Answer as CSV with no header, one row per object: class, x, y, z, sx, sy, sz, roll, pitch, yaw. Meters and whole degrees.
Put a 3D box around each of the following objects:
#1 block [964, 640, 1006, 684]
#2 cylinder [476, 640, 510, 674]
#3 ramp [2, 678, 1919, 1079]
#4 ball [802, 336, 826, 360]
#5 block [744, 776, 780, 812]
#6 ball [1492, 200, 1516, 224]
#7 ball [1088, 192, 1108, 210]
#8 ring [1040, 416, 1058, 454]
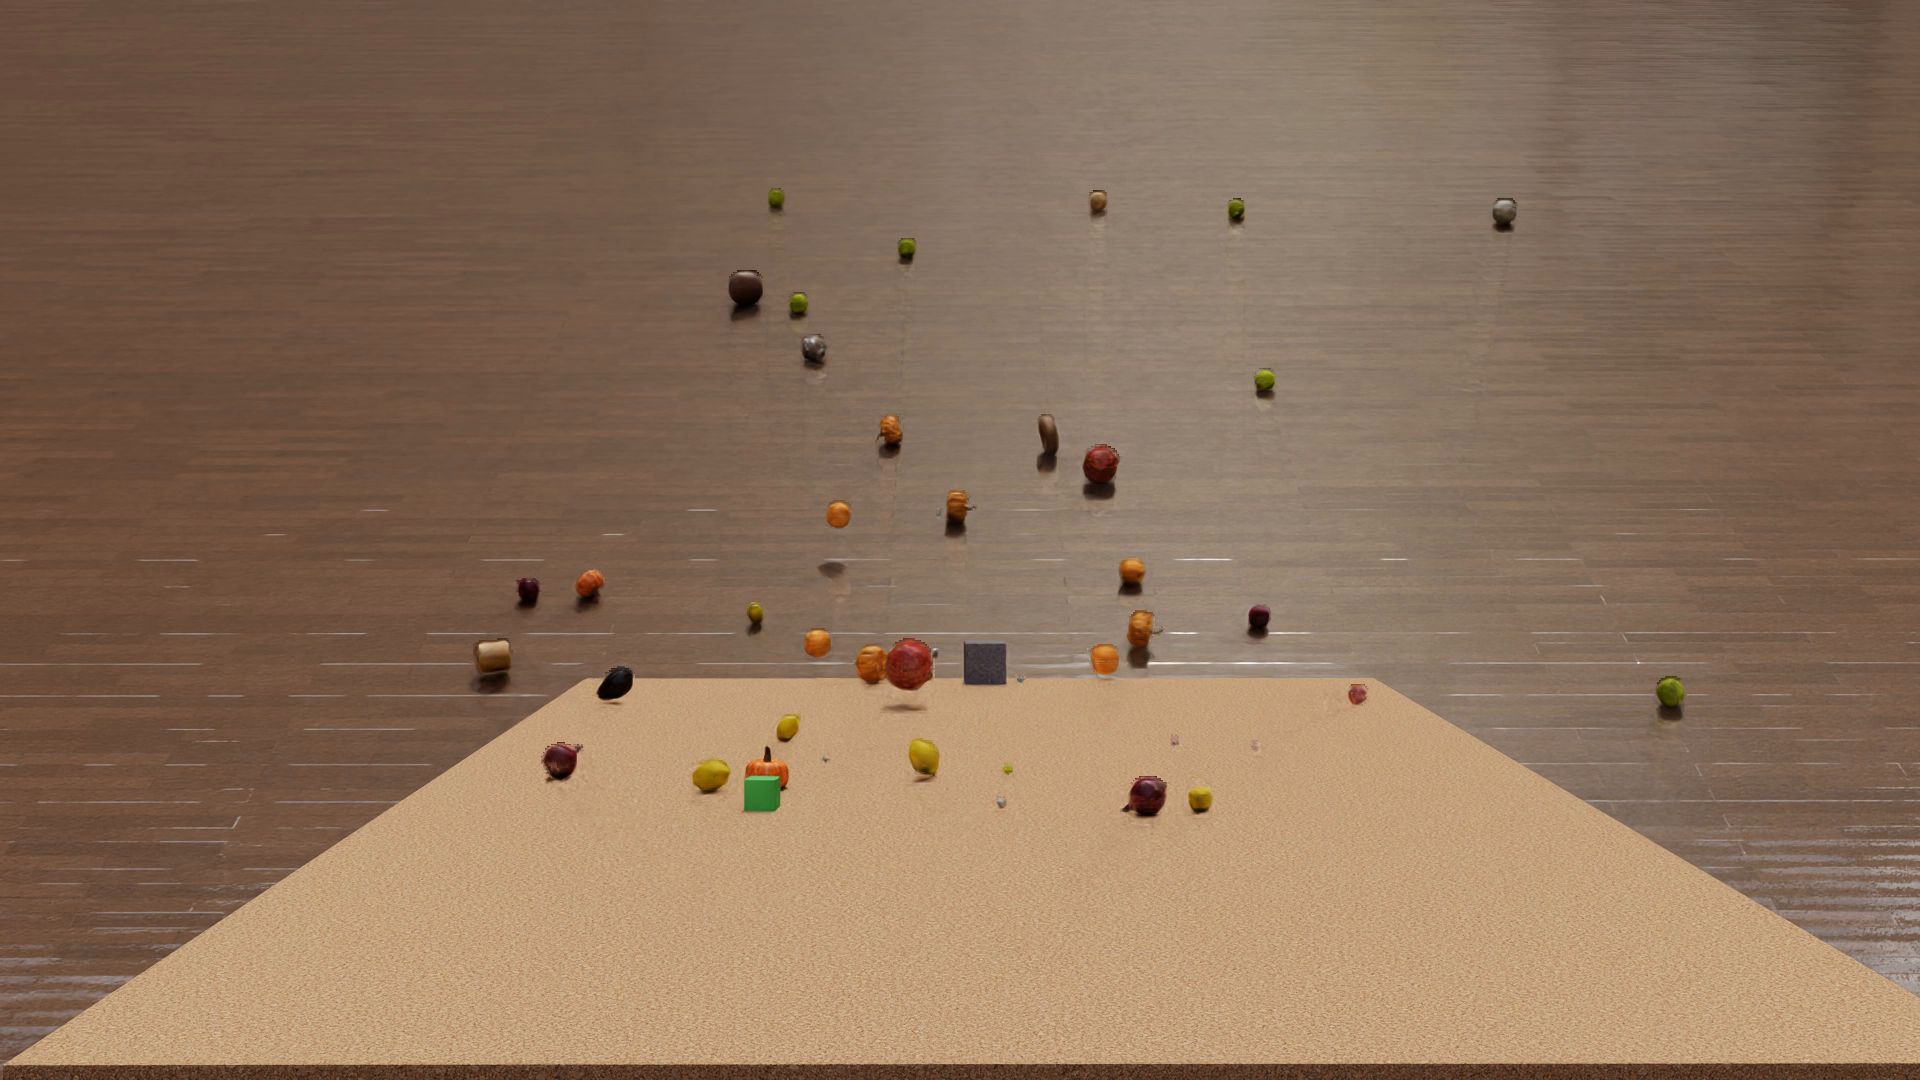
block,0.063,0.305,6.437,0.100,0.100,0.100,0,2,-1
cylinder,-1.225,0.306,6.748,0.077,0.077,0.077,-6,24,-19
ramp,0.053,0.484,4.539,2.000,0.100,4.000,0,2,0
ball,-0.515,-0.674,9.052,0.086,0.086,0.086,0,23,0
block,-0.328,0.420,4.267,0.051,0.051,0.051,0,2,7
ball,2.246,-1.354,10.622,0.100,0.100,0.100,0,23,0
ball,0.580,-1.419,10.803,0.077,0.077,0.077,0,23,0
ring,0.284,-0.333,8.210,0.042,0.127,0.127,-12,25,-7
